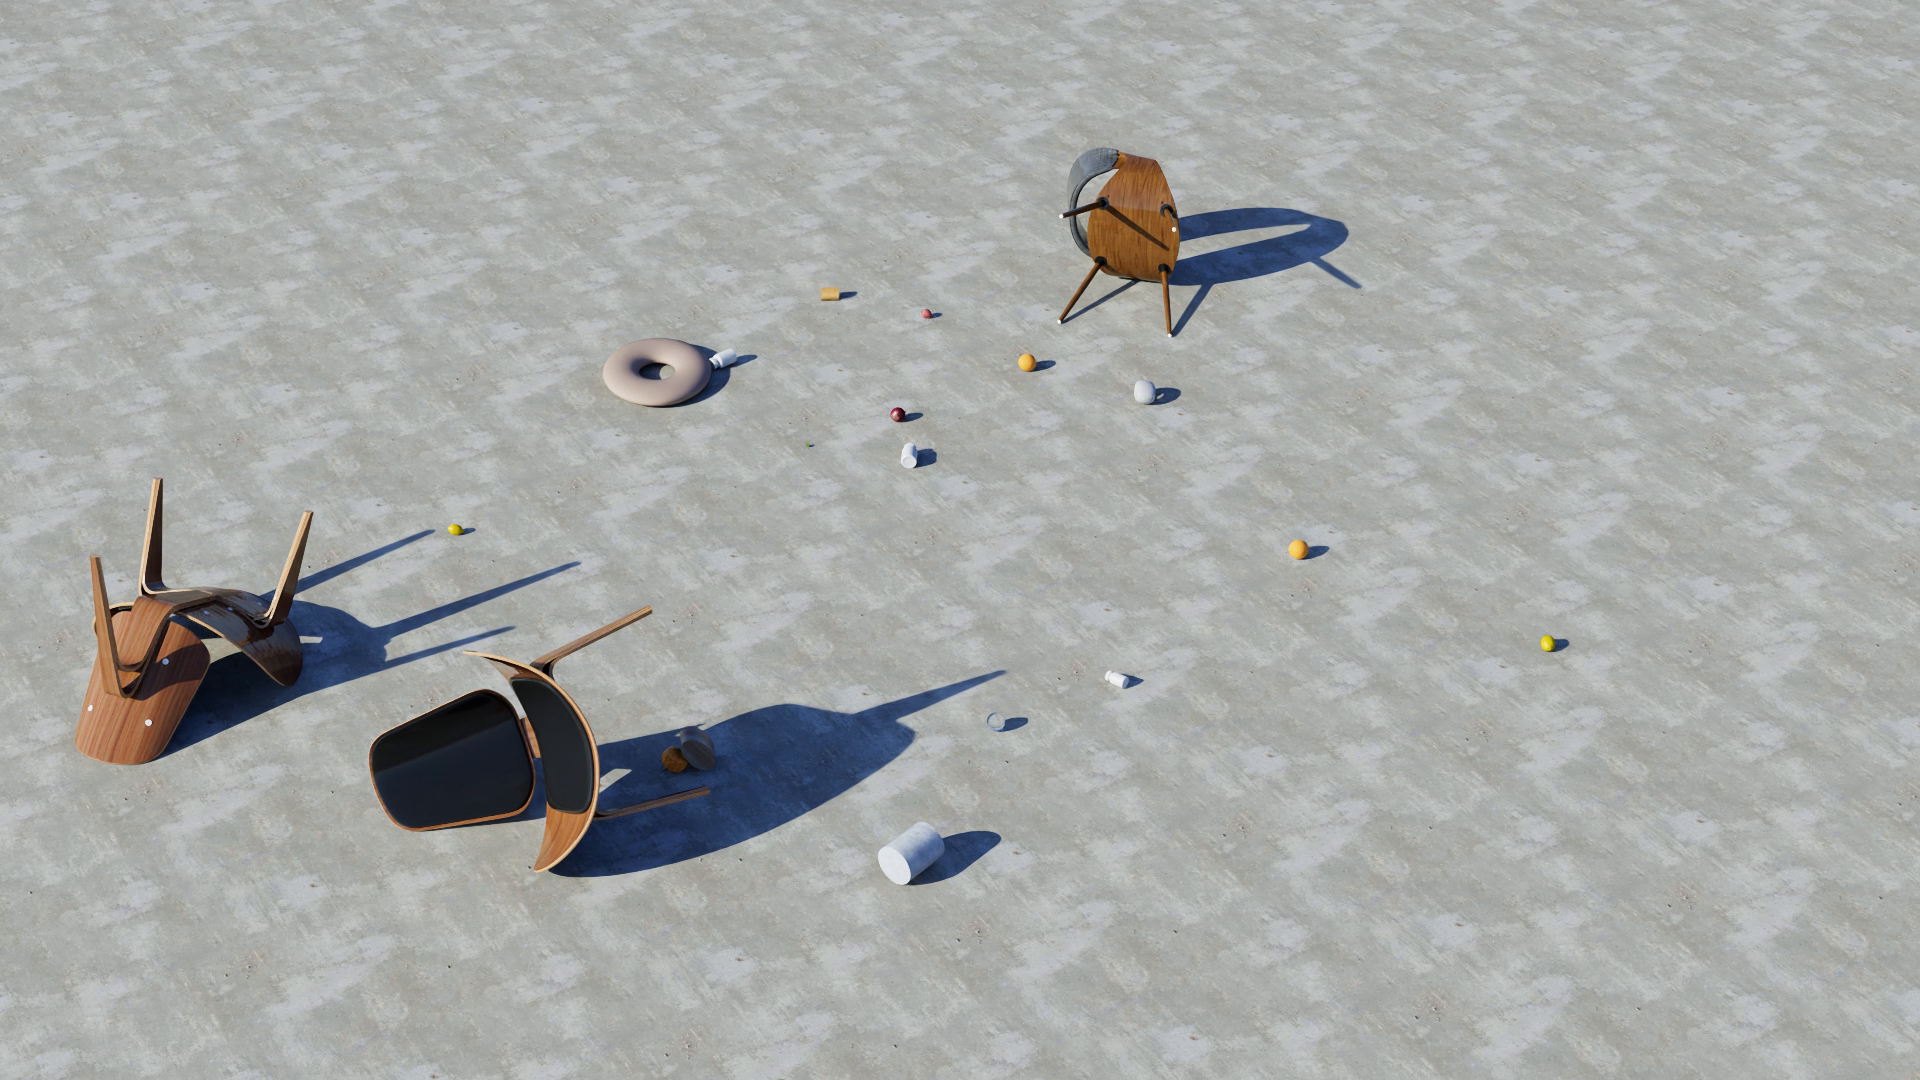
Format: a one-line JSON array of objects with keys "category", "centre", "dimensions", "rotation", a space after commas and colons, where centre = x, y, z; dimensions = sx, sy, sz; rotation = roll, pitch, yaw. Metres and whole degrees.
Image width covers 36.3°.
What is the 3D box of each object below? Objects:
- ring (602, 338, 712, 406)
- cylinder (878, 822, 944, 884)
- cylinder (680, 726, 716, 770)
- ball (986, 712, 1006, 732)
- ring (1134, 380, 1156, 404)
[{"category": "ring", "centre": [-1.231, -0.685, 11.921], "dimensions": [0.441, 0.071, 0.514], "rotation": [-4, 34, -7]}, {"category": "cylinder", "centre": [-0.154, 0.994, 9.313], "dimensions": [0.136, 0.136, 0.166], "rotation": [39, 47, 20]}, {"category": "cylinder", "centre": [-0.874, 0.694, 9.774], "dimensions": [0.086, 0.146, 0.081], "rotation": [-34, 32, 13]}, {"category": "ball", "centre": [0.122, 0.617, 9.951], "dimensions": [0.064, 0.064, 0.064], "rotation": [0, 33, 0]}, {"category": "ring", "centre": [0.742, -0.595, 11.773], "dimensions": [0.074, 0.083, 0.121], "rotation": [7, 35, -7]}]
